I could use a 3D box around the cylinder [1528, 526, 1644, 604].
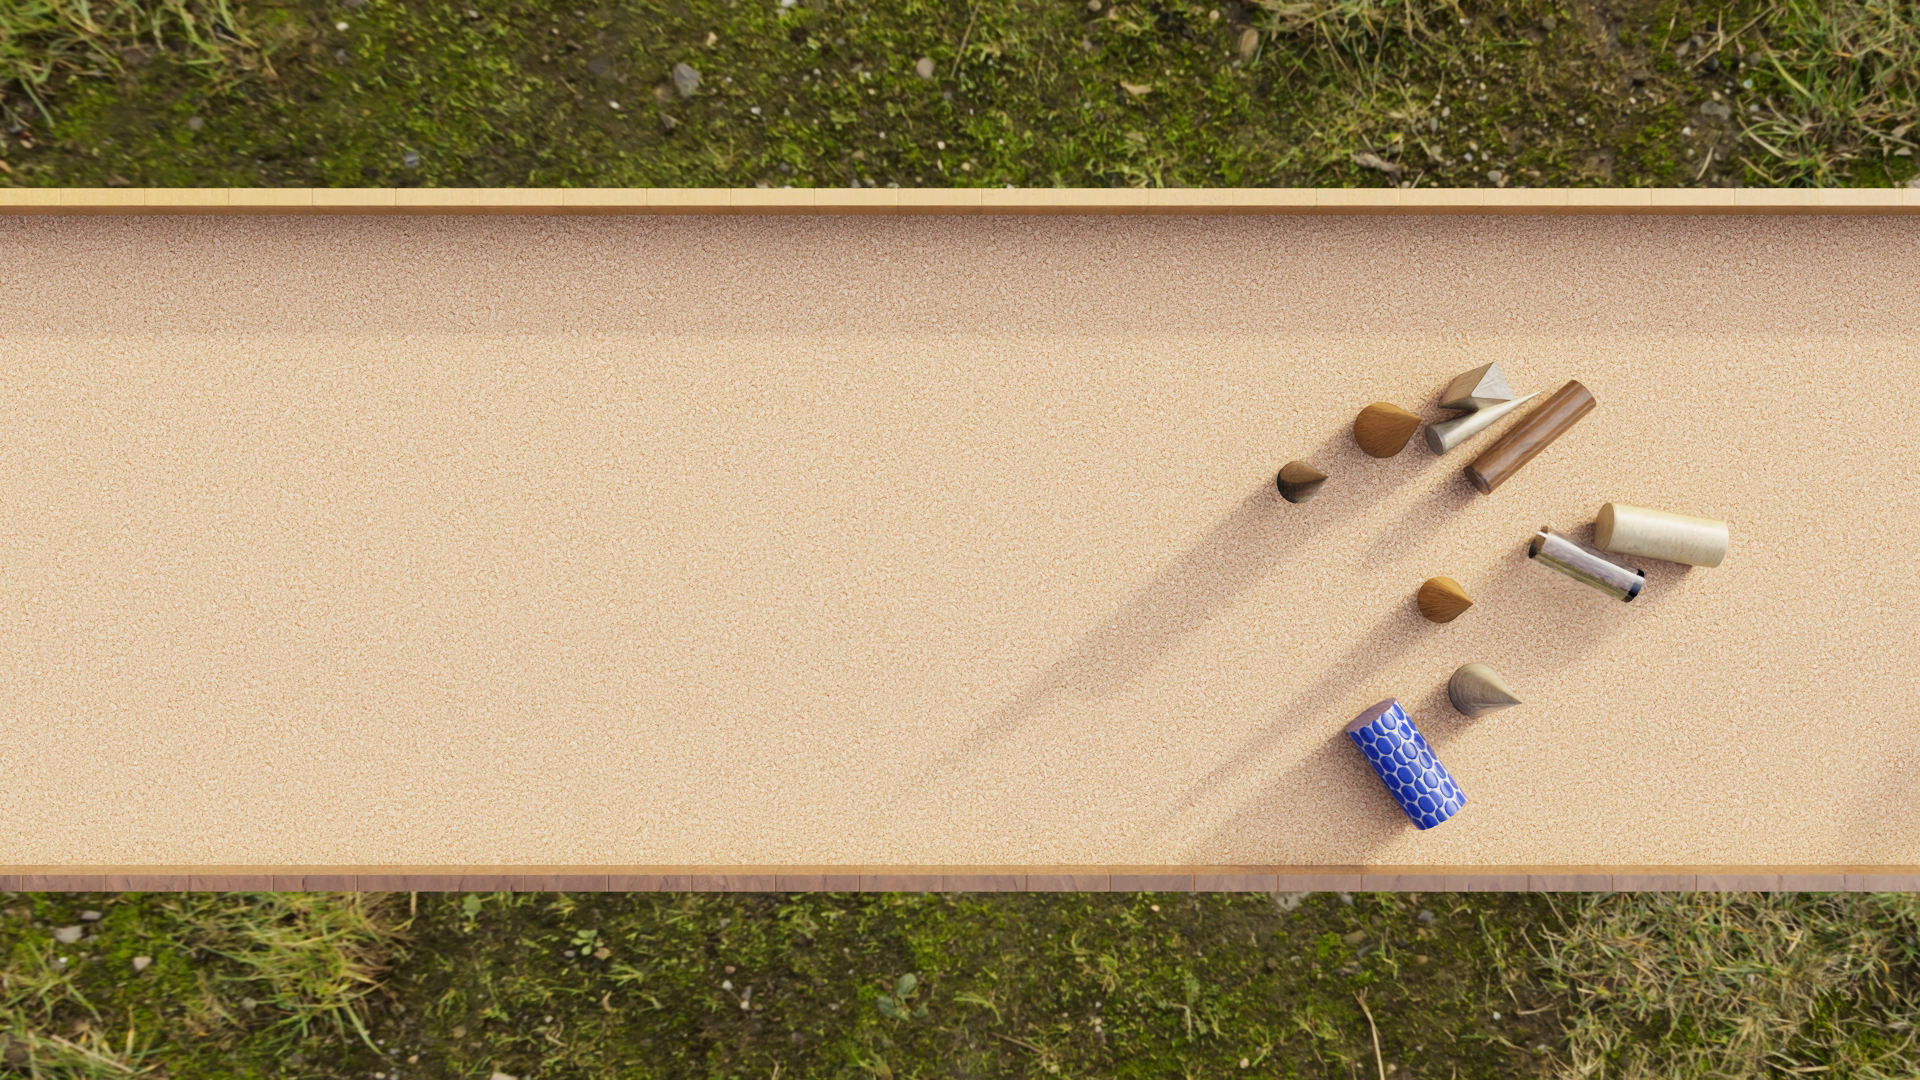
[{"bbox_3d":[1.906,0.075,5.021,0.321,0.110,0.110,25,90,0],"label":"cylinder"}]

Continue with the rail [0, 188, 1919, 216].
[{"bbox_3d":[-2.247,-1.025,5.002,12.000,0.150,0.050,0,90,0],"label":"rail"}]

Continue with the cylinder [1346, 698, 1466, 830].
[{"bbox_3d":[1.350,0.676,4.987,0.179,0.179,0.365,-36,90,0],"label":"cylinder"}]

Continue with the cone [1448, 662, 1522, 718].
[{"bbox_3d":[1.587,0.461,4.863,0.169,0.426,0.169,0,90,0],"label":"cone"}]

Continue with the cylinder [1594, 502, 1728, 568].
[{"bbox_3d":[2.125,-0.014,5.003,0.346,0.147,0.147,9,90,0],"label":"cylinder"}]

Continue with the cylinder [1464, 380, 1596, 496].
[{"bbox_3d":[1.734,-0.312,5.021,0.422,0.111,0.111,-39,90,0],"label":"cylinder"}]

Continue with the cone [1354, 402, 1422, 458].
[{"bbox_3d":[1.299,-0.338,4.856,0.173,0.442,0.173,0,90,0],"label":"cone"}]

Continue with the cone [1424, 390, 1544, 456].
[{"bbox_3d":[1.625,-0.383,5.052,0.399,0.100,0.100,-24,90,-7],"label":"cone"}]

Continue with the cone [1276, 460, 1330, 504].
[{"bbox_3d":[1.042,-0.178,4.864,0.134,0.426,0.134,0,90,0],"label":"cone"}]

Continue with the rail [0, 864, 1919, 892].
[{"bbox_3d":[-2.247,1.025,5.001,12.000,0.150,0.050,0,90,0],"label":"rail"}]

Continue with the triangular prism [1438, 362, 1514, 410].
[{"bbox_3d":[1.531,-0.459,4.897,0.121,0.357,0.105,5,90,1],"label":"triangular prism"}]

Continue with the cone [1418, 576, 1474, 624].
[{"bbox_3d":[1.481,0.184,4.914,0.145,0.325,0.145,0,90,0],"label":"cone"}]
